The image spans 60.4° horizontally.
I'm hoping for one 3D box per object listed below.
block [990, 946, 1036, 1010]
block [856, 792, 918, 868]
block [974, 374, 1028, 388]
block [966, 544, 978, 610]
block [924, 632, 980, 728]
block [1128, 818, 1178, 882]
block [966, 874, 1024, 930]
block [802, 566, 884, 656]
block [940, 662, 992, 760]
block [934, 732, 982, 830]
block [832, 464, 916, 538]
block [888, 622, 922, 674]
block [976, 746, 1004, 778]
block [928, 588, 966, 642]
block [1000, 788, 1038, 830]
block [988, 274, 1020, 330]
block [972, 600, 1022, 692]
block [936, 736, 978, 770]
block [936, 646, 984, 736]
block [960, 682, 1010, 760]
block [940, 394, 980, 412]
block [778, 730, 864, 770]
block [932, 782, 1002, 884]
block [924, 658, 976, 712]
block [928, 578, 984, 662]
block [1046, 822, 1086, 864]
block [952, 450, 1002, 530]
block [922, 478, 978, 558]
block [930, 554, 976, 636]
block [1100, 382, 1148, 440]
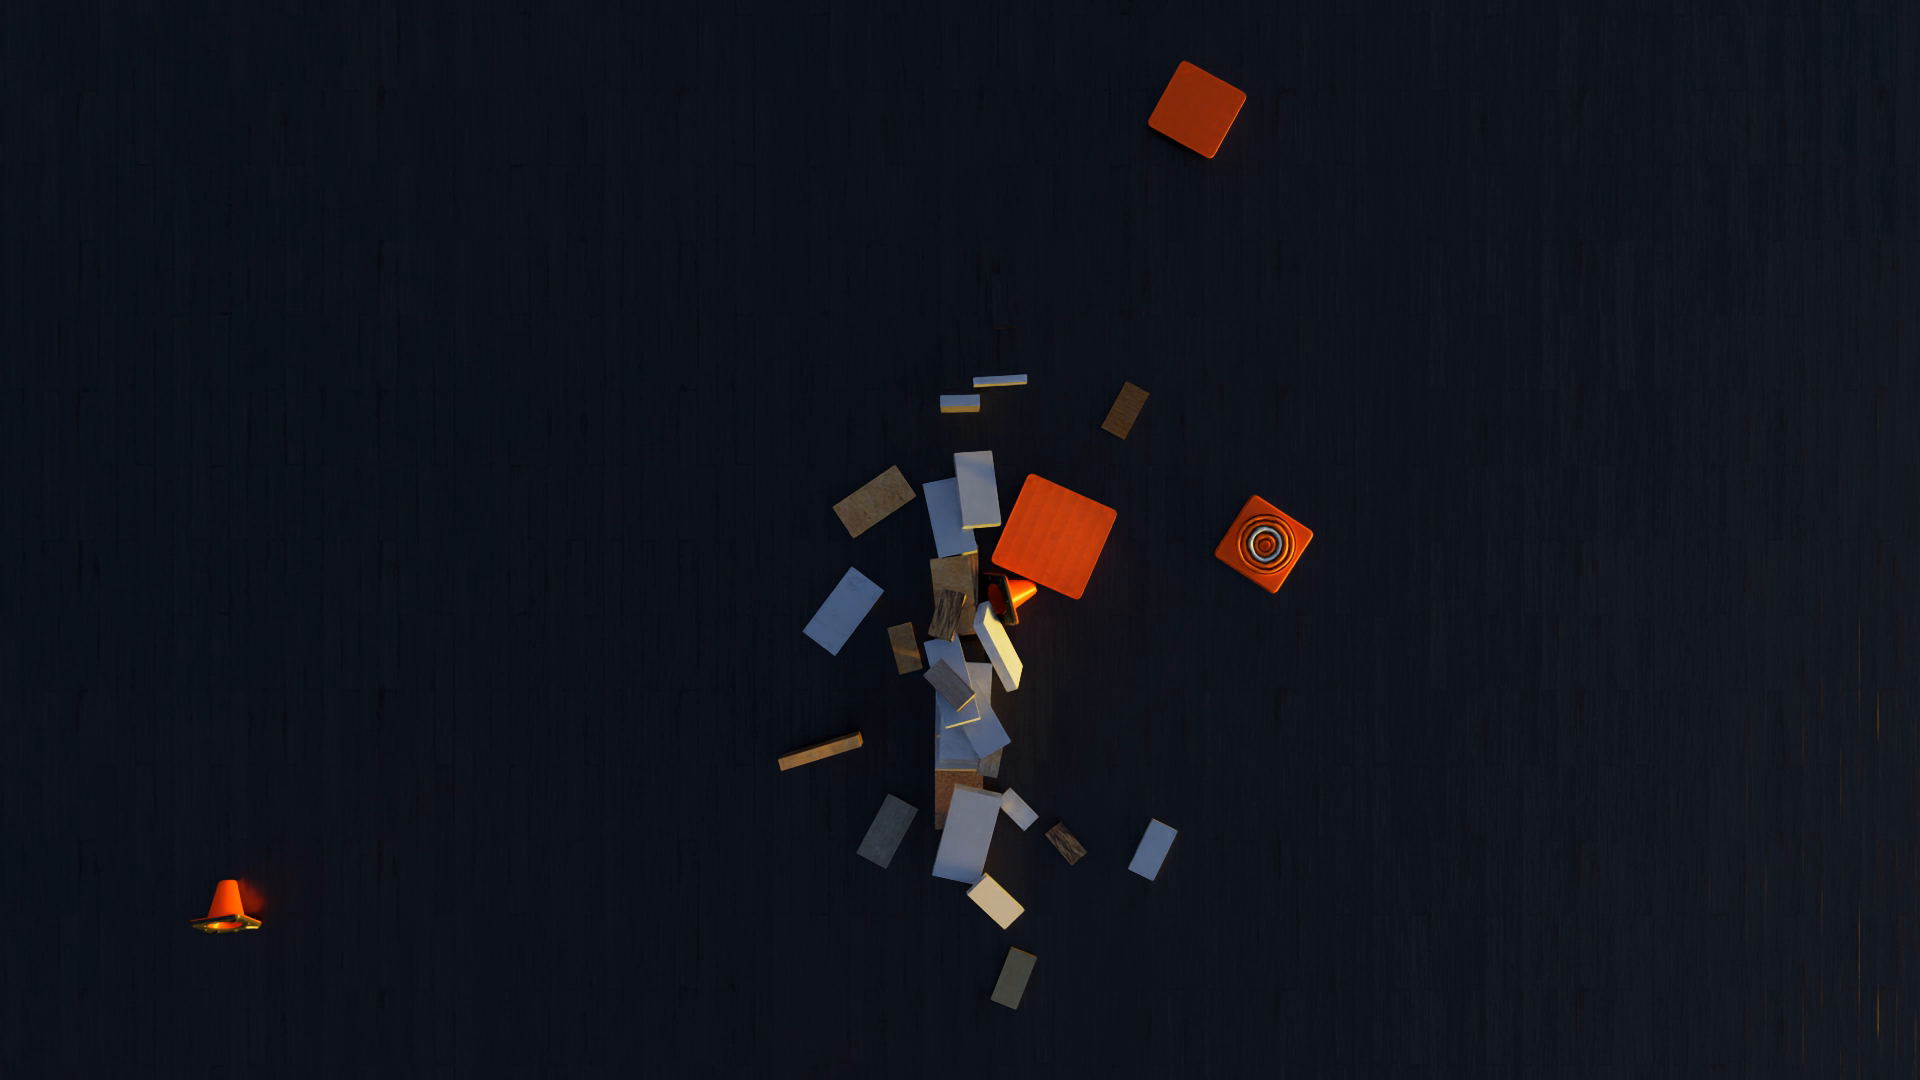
[{"bbox_3d":[0.178,1.457,5.487,0.092,0.026,0.185,22,90,0],"label":"block"},{"bbox_3d":[-0.241,0.965,5.484,0.113,0.032,0.225,28,90,0],"label":"block"},{"bbox_3d":[0.132,-0.526,5.456,0.175,0.088,0.025,-3,90,0],"label":"block"},{"bbox_3d":[-0.005,0.144,5.428,0.129,0.037,0.258,0,73,0],"label":"block"},{"bbox_3d":[-0.026,0.450,5.285,0.112,0.032,0.286,-16,73,2],"label":"block"},{"bbox_3d":[0.641,1.030,5.487,0.092,0.026,0.185,26,90,0],"label":"block"},{"bbox_3d":[0.117,1.196,5.462,0.092,0.026,0.184,-44,106,0],"label":"block"},{"bbox_3d":[-0.387,0.236,5.481,0.135,0.038,0.271,37,90,0],"label":"block"},{"bbox_3d":[0.018,0.551,5.342,0.156,0.044,0.311,3,88,-2],"label":"block"},{"bbox_3d":[-0.003,0.798,5.477,0.159,0.045,0.318,0,90,0],"label":"block"},{"bbox_3d":[-0.284,-0.127,5.482,0.252,0.036,0.126,-34,90,0],"label":"block"},{"bbox_3d":[-0.183,0.360,5.489,0.080,0.023,0.160,-15,90,0],"label":"block"},{"bbox_3d":[0.098,0.692,5.308,0.068,0.019,0.136,11,88,-1],"label":"block"},{"bbox_3d":[-0.042,0.242,5.323,0.080,0.023,0.160,14,73,13],"label":"block"},{"bbox_3d":[0.190,0.895,5.490,0.068,0.019,0.136,-44,90,0],"label":"block"},{"bbox_3d":[0.146,-0.793,5.488,0.088,0.025,0.175,-4,90,0],"label":"block"},{"bbox_3d":[0.125,0.347,5.382,0.038,0.135,0.271,-18,115,19],"label":"block"},{"bbox_3d":[-0.001,0.599,5.441,0.159,0.045,0.318,0,77,0],"label":"block"},{"bbox_3d":[0.001,0.489,5.422,0.156,0.044,0.311,0,76,0],"label":"block"},{"bbox_3d":[0.059,0.578,5.290,0.113,0.032,0.225,-30,82,-2],"label":"block"},{"bbox_3d":[0.000,-0.444,5.374,0.126,0.252,0.036,-1,90,0],"label":"block"},{"bbox_3d":[-0.457,0.693,5.432,0.271,0.135,0.038,-17,90,0],"label":"block"},{"bbox_3d":[0.022,0.970,5.435,0.159,0.045,0.318,13,104,-3],"label":"block"},{"bbox_3d":[-0.033,0.462,5.254,0.080,0.023,0.160,-43,73,-6],"label":"block"},{"bbox_3d":[-0.014,0.271,5.432,0.156,0.044,0.311,-6,74,-2],"label":"block"},{"bbox_3d":[0.353,1.008,5.490,0.068,0.019,0.136,-40,90,0],"label":"block"},{"bbox_3d":[0.056,-0.166,5.441,0.126,0.036,0.252,-5,75,-10],"label":"block"},{"bbox_3d":[-0.033,-0.072,5.448,0.129,0.037,0.258,-12,76,-3],"label":"block"},{"bbox_3d":[-0.020,0.184,5.378,0.129,0.037,0.258,-6,74,-2],"label":"block"},{"bbox_3d":[0.549,-0.430,5.488,0.088,0.025,0.176,28,90,0],"label":"block"}]
